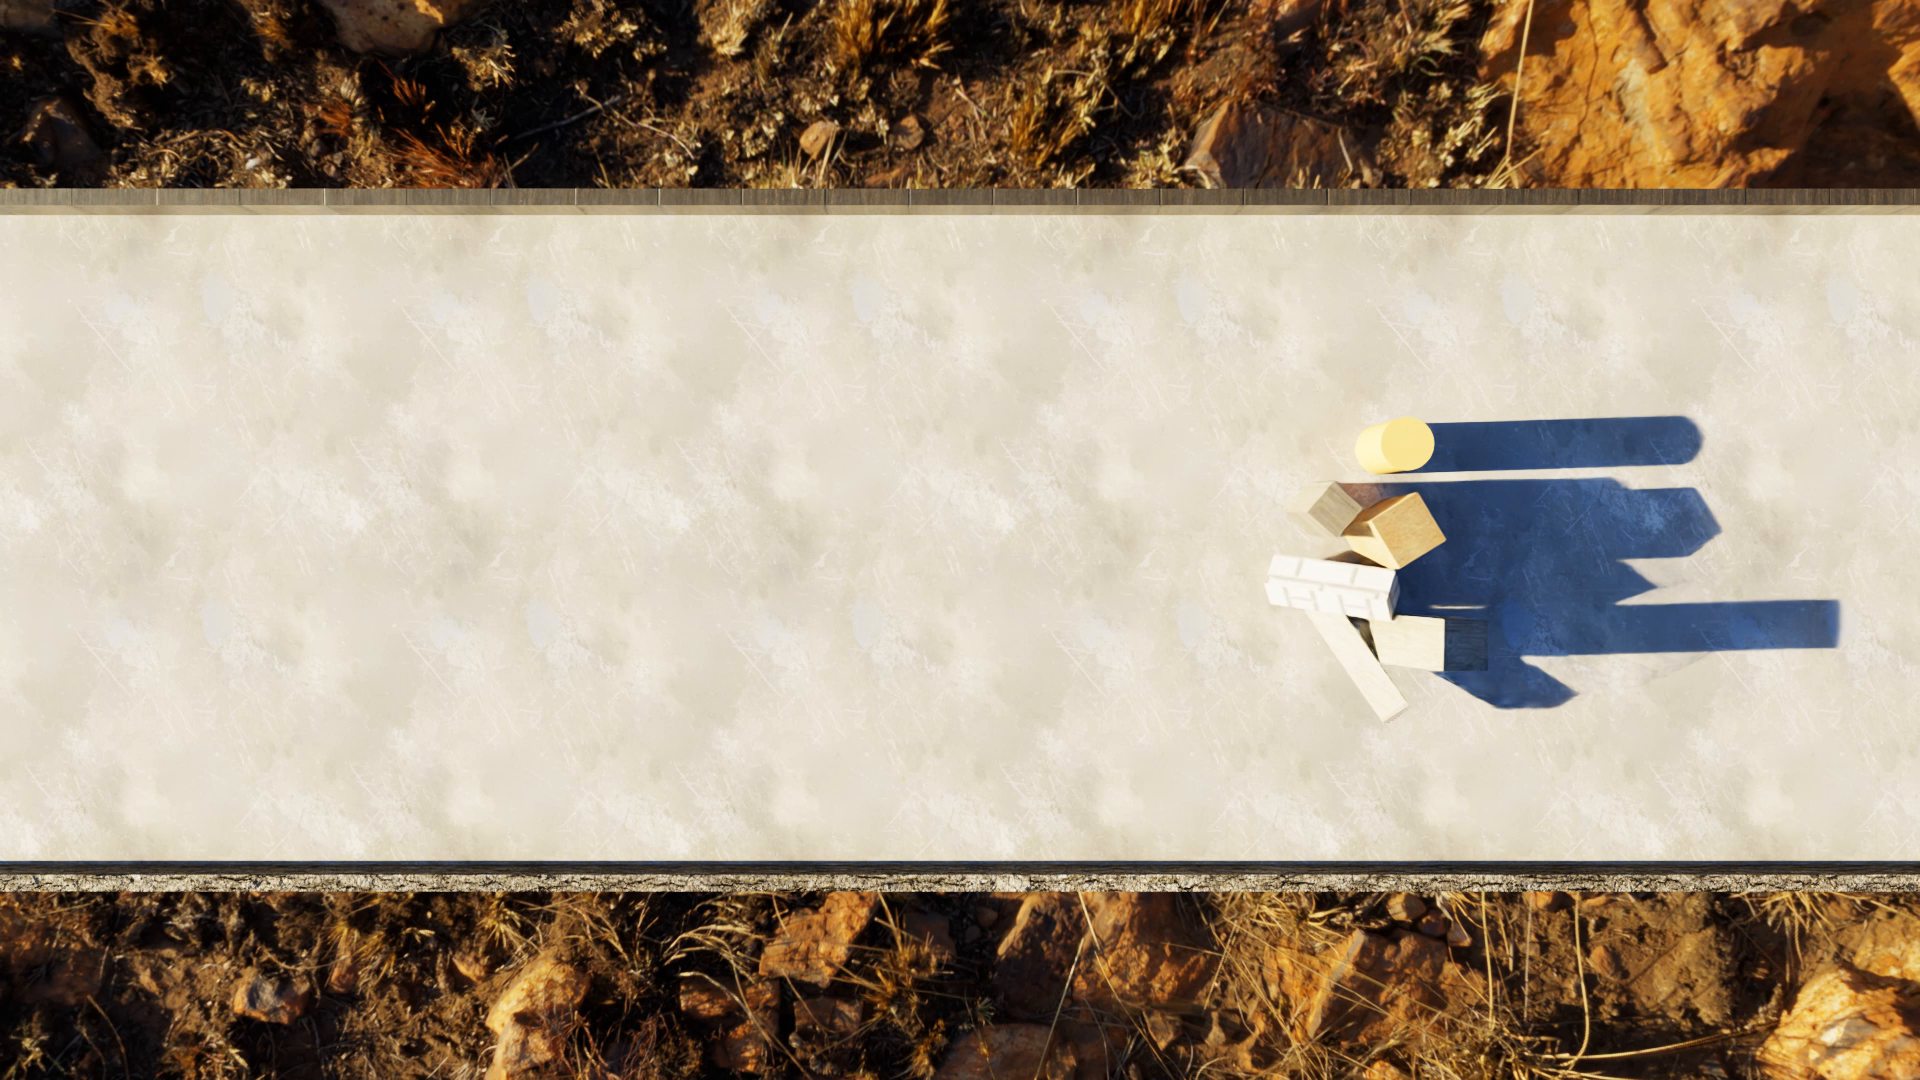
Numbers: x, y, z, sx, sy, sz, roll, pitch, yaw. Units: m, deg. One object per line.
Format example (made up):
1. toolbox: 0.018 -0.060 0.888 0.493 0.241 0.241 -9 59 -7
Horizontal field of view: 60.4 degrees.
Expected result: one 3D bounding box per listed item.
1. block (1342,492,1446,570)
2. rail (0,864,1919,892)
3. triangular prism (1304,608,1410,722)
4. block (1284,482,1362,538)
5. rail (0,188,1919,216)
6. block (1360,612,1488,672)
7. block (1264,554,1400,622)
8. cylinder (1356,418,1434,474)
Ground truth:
1. block: 1.284 -0.021 4.913 0.161 0.316 0.161 -31 90 -4
2. rail: -2.247 1.025 5.001 12.000 0.150 0.050 0 90 0
3. triangular prism: 1.194 0.341 4.961 0.079 0.092 0.425 -42 72 29
4. block: 1.081 -0.089 4.921 0.116 0.308 0.116 41 90 -2
5. rail: -2.247 -1.025 5.002 12.000 0.150 0.050 0 90 0
6. block: 1.358 0.296 4.851 0.147 0.427 0.147 1 90 -19
7. block: 1.110 0.141 4.923 0.368 0.111 0.111 8 59 28
8. cylinder: 1.294 -0.279 4.923 0.154 0.307 0.154 0 90 0
